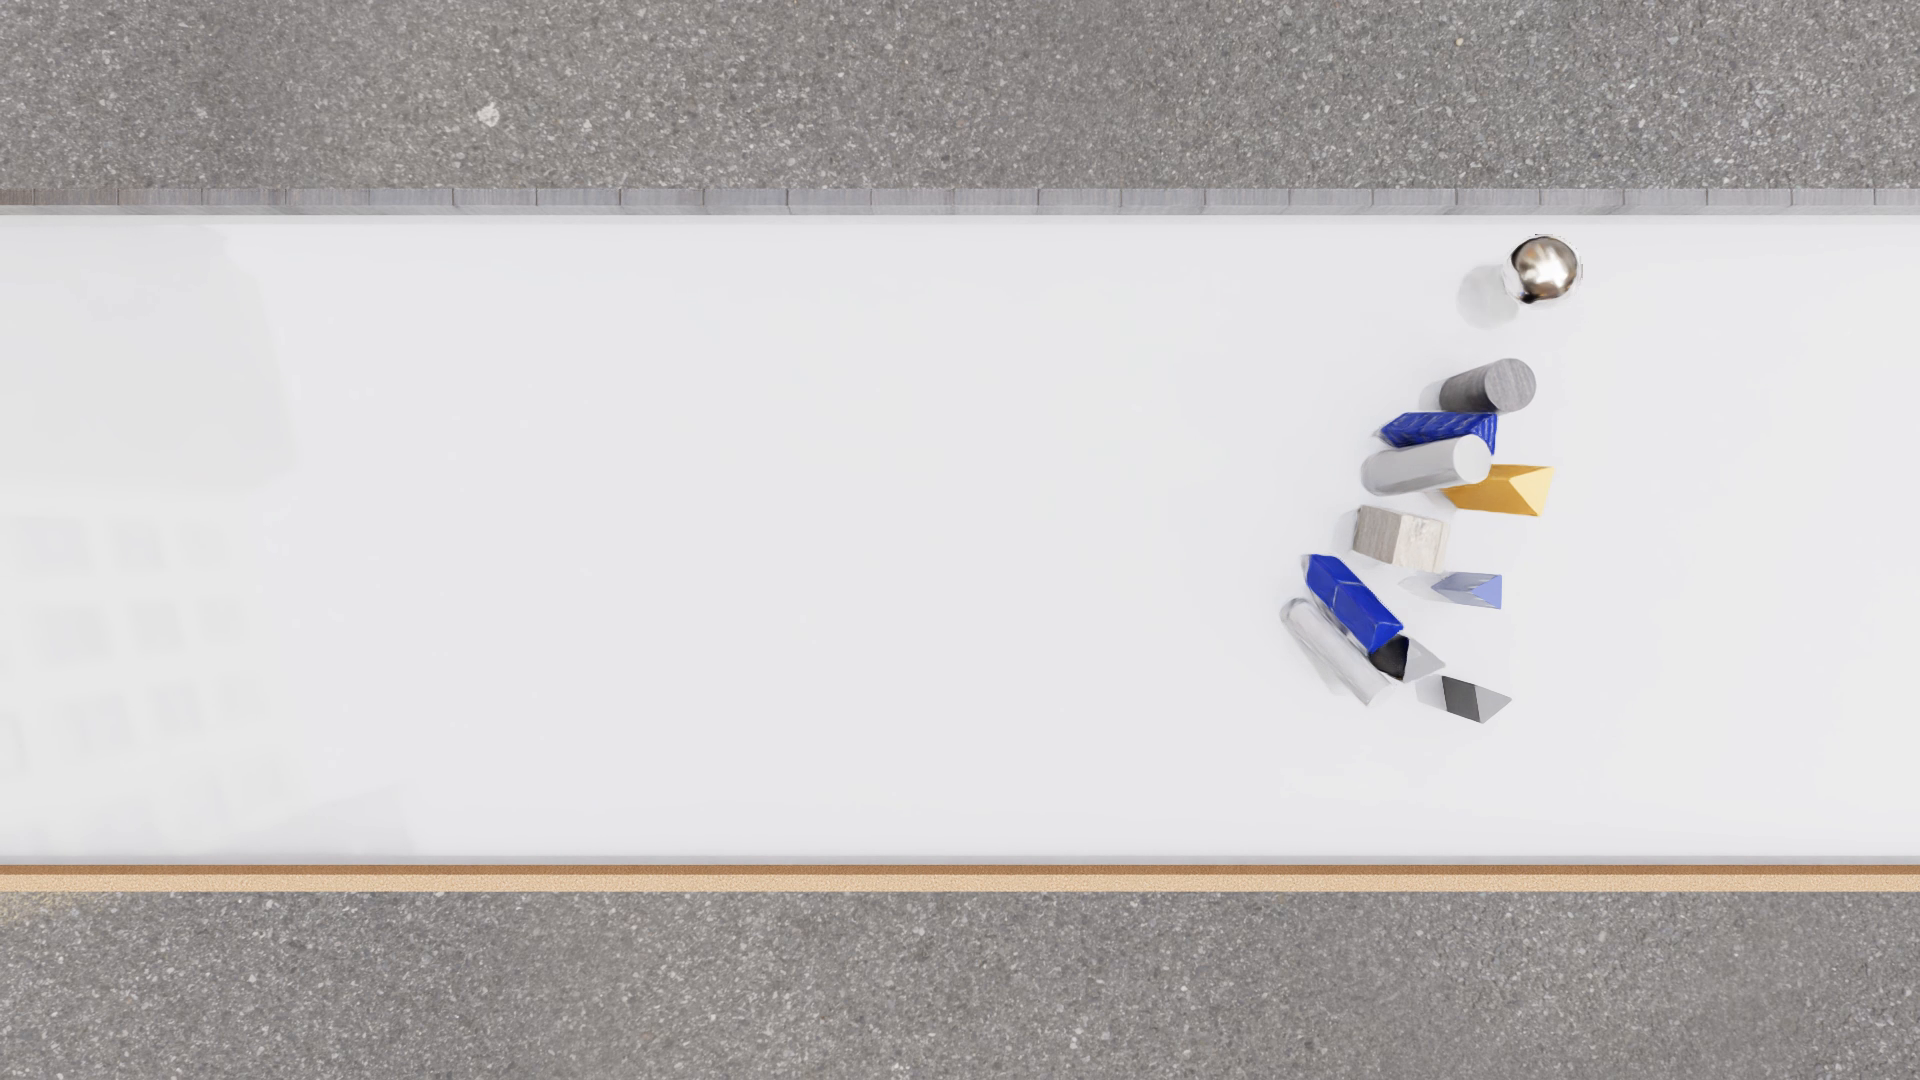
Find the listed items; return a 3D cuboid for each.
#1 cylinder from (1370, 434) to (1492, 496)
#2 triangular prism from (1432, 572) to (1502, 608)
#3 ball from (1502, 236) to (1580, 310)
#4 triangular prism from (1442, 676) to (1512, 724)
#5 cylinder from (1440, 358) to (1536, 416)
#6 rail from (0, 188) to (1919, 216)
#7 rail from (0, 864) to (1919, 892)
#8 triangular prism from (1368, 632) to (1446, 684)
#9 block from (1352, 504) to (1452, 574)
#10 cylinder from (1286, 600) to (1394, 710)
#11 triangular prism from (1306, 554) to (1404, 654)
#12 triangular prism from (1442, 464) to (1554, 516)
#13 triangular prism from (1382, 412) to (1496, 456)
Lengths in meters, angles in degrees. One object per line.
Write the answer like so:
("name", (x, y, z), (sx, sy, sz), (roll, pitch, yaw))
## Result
("cylinder", (1.387, -0.218, 4.880), (0.141, 0.367, 0.141), (2, 85, -25))
("triangular prism", (1.513, 0.135, 4.876), (0.098, 0.401, 0.085), (31, 90, 0))
("ball", (1.708, -0.782, 4.843), (0.216, 0.216, 0.216), (0, 90, 0))
("triangular prism", (1.515, 0.456, 4.913), (0.113, 0.328, 0.098), (-39, 90, 0))
("cylinder", (1.565, -0.439, 4.906), (0.156, 0.325, 0.156), (0, 87, -6))
("rail", (-2.247, -1.025, 5.002), (12.000, 0.150, 0.050), (0, 90, 0))
("rail", (-2.247, 1.025, 5.001), (12.000, 0.150, 0.050), (0, 90, 0))
("triangular prism", (1.305, 0.319, 4.913), (0.135, 0.306, 0.117), (-23, 98, -4))
("block", (1.298, -0.006, 4.862), (0.145, 0.412, 0.145), (10, 95, -3))
("cylinder", (1.136, 0.341, 4.941), (0.102, 0.102, 0.365), (-40, 60, 0))
("triangular prism", (1.161, 0.170, 4.921), (0.123, 0.107, 0.330), (-40, 48, 4))
("triangular prism", (1.582, -0.177, 4.858), (0.125, 0.433, 0.144), (-45, 103, -7))
("triangular prism", (1.442, -0.333, 4.920), (0.123, 0.334, 0.107), (38, 73, -31))
